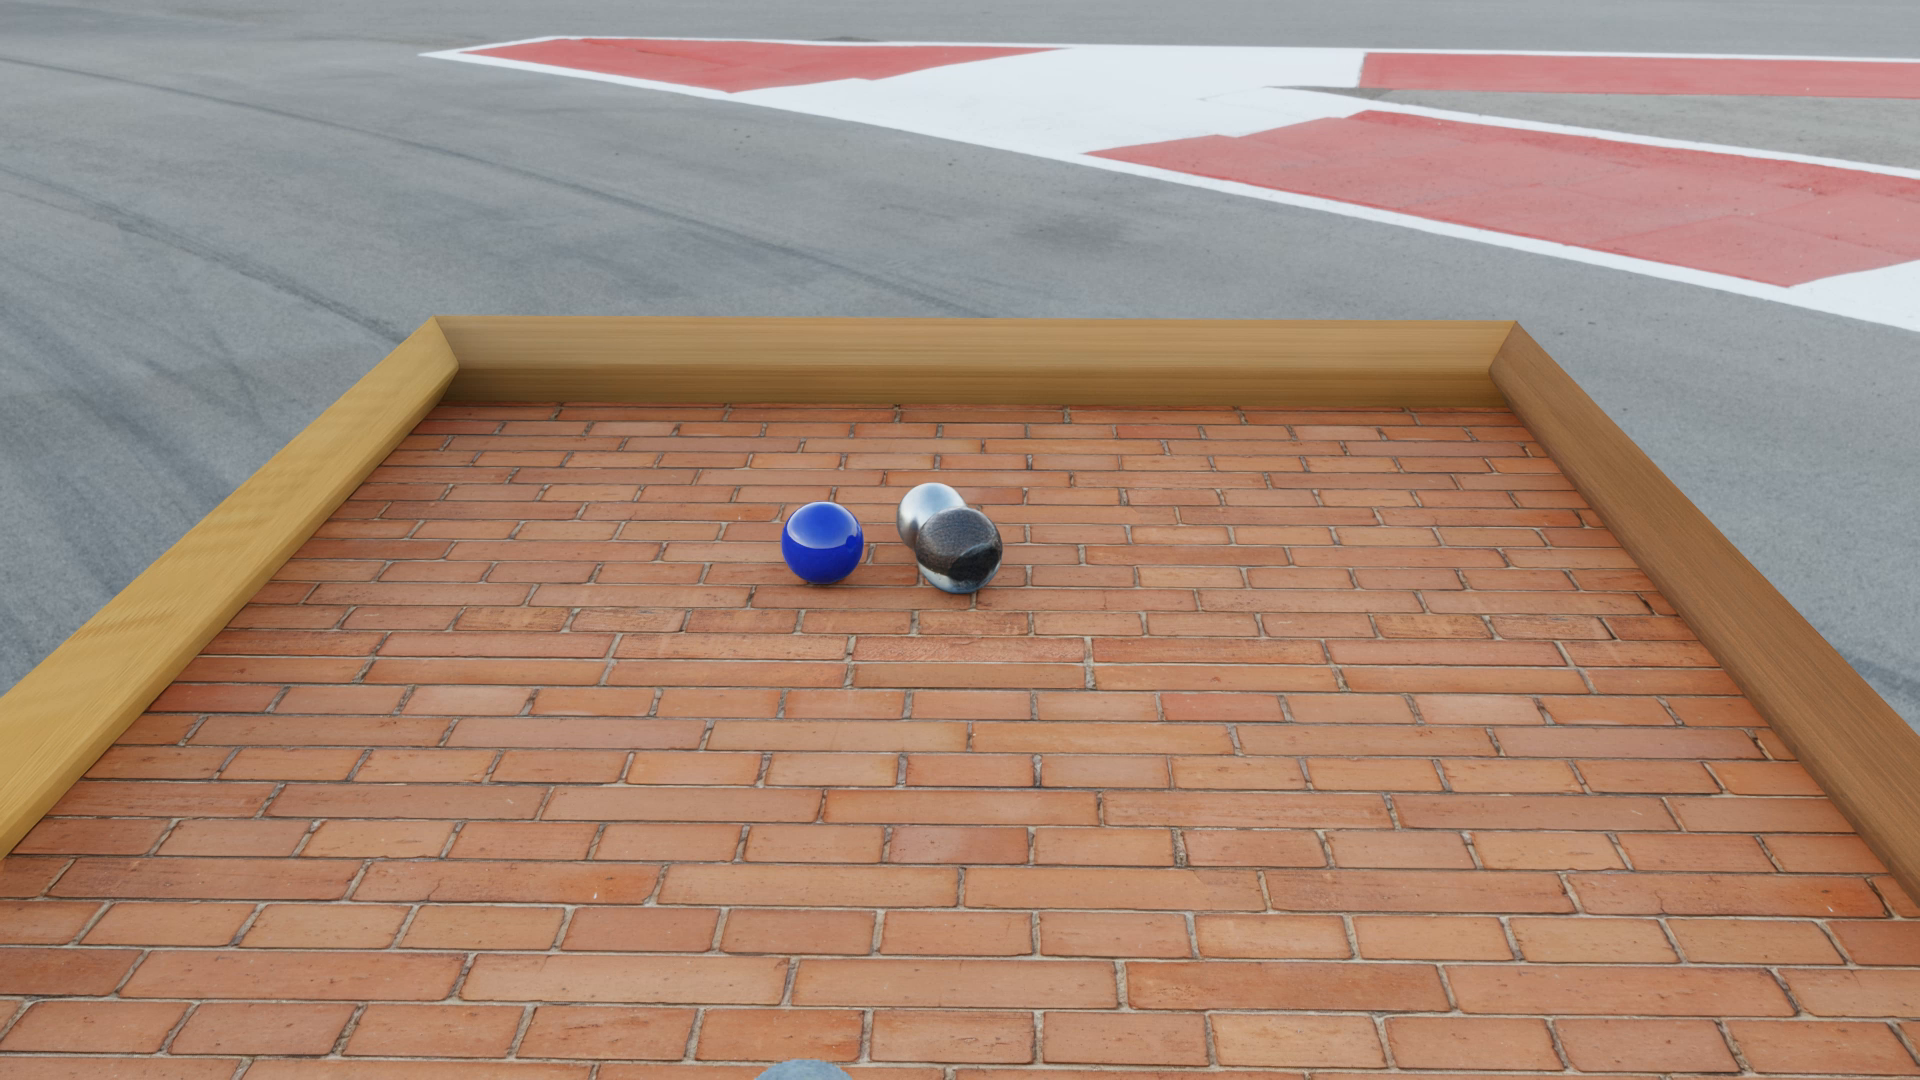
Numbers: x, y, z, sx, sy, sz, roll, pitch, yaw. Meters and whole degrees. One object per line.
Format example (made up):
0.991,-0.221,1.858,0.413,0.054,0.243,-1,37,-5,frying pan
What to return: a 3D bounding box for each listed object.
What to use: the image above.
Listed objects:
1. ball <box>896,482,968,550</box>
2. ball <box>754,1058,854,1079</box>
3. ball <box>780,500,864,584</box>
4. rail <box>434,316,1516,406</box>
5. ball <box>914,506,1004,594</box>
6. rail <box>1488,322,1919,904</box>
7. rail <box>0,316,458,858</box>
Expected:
-0.032,-0.024,2.595,0.088,0.088,0.088,0,19,0,ball
-0.099,0.376,1.395,0.092,0.092,0.092,0,19,0,ball
-0.156,0.003,2.503,0.095,0.095,0.095,0,19,0,ball
0.017,-0.256,3.219,1.590,0.129,0.045,0,19,1,rail
-0.001,0.011,2.471,0.099,0.099,0.099,0,19,0,ball
0.754,0.224,1.788,0.045,0.129,3.033,0,19,1,rail
-0.788,0.213,1.821,0.045,0.129,3.033,0,19,1,rail
